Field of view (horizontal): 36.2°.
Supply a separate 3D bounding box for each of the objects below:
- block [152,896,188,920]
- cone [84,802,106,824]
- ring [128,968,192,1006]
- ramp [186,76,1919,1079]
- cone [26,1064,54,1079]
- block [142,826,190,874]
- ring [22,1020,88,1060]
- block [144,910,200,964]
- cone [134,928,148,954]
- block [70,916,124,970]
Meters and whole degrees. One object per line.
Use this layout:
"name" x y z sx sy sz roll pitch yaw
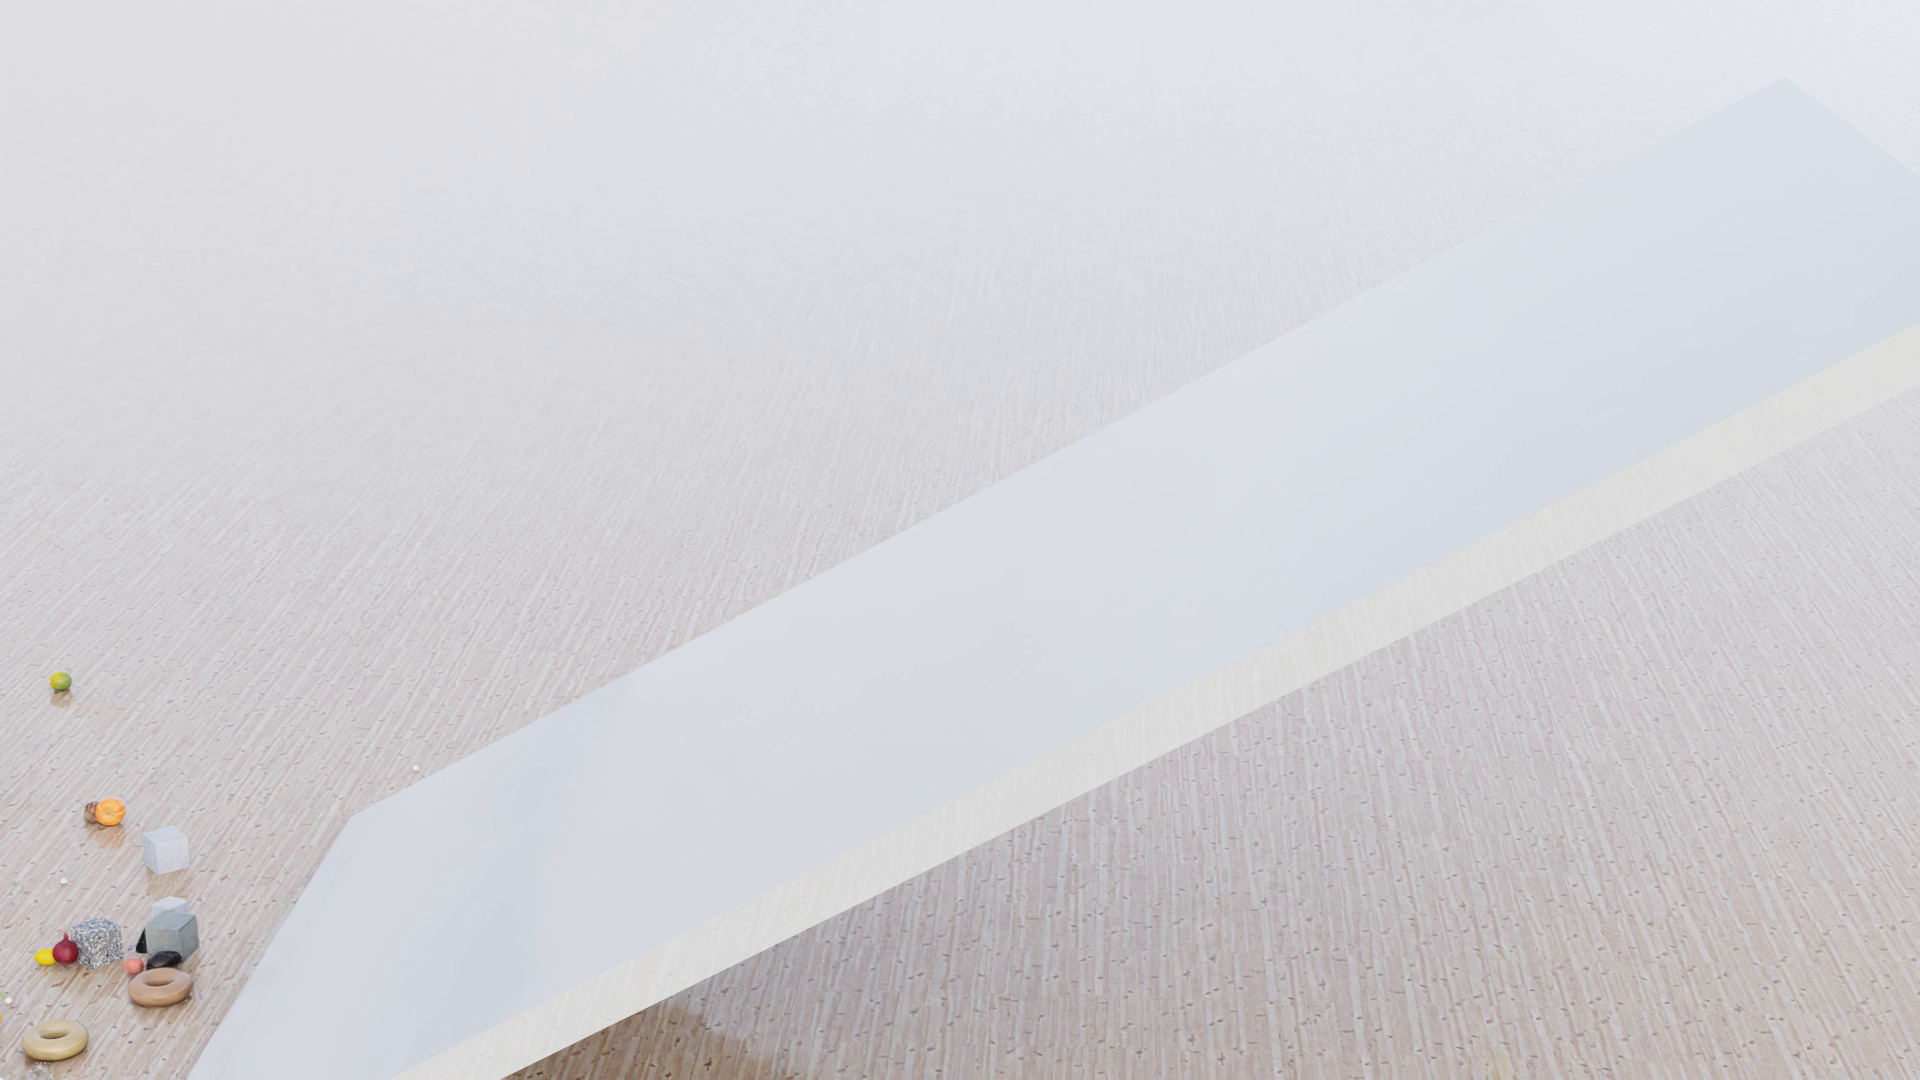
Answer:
"block" -1.927 0.913 7.178 0.060 0.060 0.060 10 20 28
"cone" -2.311 0.728 7.806 0.060 0.060 0.060 -20 0 43
"ring" -1.854 1.037 6.818 0.144 0.048 0.144 1 18 0
"ramp" 0.142 0.167 6.282 4.000 0.100 2.000 -27 14 11
"cone" -1.990 1.177 6.411 0.067 0.067 0.067 4 -8 12
"block" -2.028 0.792 7.513 0.085 0.085 0.085 -13 22 -35
"ring" -2.021 1.117 6.570 0.145 0.048 0.145 1 19 0
"block" -1.882 0.949 7.025 0.088 0.088 0.088 4 18 14
"cone" -1.951 0.952 7.057 0.062 0.062 0.062 0 18 0
"block" -2.055 0.959 7.000 0.083 0.083 0.083 14 23 37
